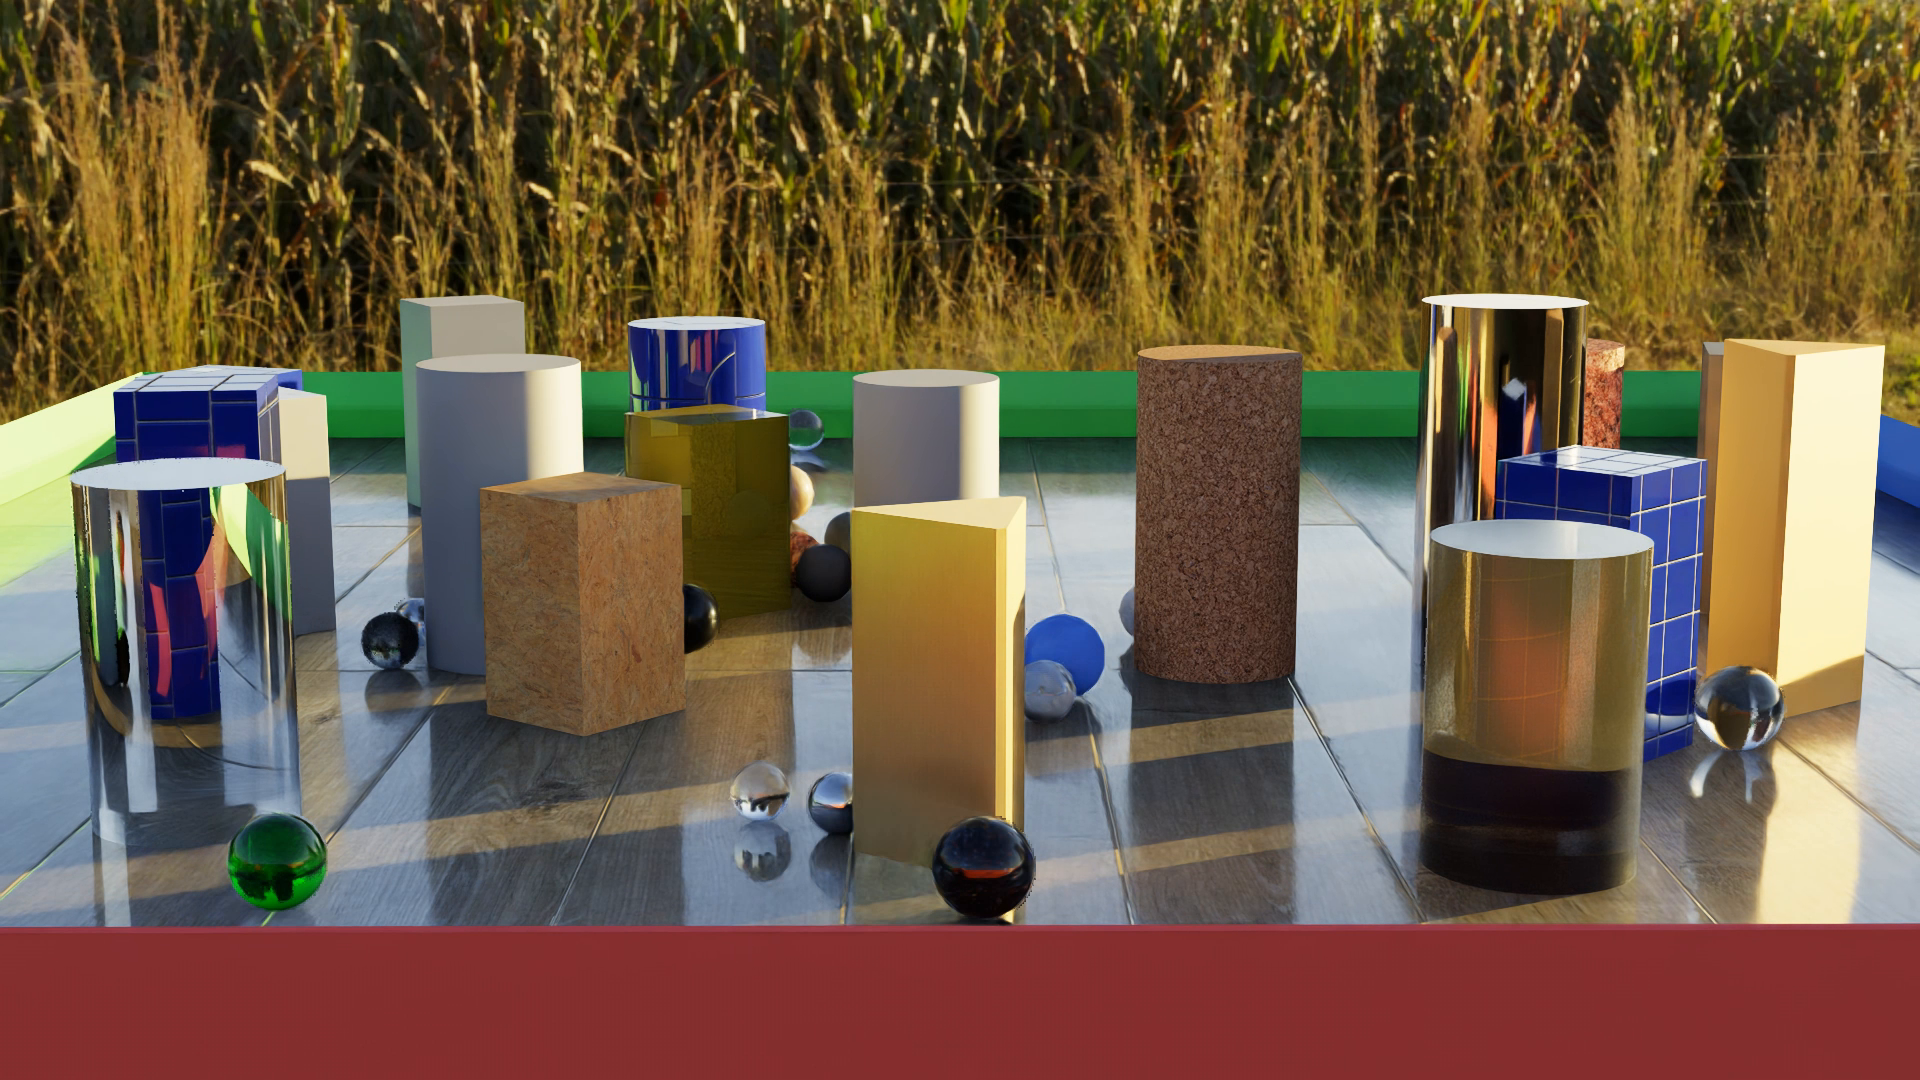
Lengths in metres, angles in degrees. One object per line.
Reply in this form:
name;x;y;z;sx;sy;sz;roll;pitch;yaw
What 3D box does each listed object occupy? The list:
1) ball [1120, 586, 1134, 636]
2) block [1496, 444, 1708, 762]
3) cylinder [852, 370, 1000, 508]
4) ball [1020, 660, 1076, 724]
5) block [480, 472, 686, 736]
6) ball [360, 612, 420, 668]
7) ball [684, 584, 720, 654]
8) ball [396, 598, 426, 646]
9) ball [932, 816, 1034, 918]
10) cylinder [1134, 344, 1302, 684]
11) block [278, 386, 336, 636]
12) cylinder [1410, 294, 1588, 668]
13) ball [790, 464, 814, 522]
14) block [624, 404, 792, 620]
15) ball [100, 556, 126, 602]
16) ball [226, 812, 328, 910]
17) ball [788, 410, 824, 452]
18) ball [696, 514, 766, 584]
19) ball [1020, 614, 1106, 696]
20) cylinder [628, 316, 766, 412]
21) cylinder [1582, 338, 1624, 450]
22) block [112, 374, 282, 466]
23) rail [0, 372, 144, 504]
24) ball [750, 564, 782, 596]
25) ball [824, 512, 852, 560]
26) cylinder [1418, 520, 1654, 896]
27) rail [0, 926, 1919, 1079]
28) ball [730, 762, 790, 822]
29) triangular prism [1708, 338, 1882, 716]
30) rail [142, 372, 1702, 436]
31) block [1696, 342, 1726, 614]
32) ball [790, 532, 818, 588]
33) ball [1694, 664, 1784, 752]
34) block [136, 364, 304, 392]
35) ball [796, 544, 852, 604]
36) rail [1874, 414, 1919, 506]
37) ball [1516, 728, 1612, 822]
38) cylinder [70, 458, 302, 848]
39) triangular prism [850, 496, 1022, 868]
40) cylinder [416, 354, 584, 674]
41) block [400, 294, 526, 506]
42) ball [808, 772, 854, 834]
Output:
ball;0.242;0.092;3.284;0.076;0.076;0.076;0;10;0
block;0.684;0.069;2.757;0.159;0.313;0.159;10;14;43
cylinder;-0.046;-0.068;3.506;0.199;0.309;0.199;0;10;0
ball;0.095;0.170;2.875;0.071;0.071;0.071;0;10;0
block;-0.426;0.068;2.906;0.159;0.260;0.159;8;13;38
ball;-0.696;0.123;3.134;0.069;0.069;0.069;0;10;0
ball;-0.345;0.098;3.217;0.088;0.088;0.088;0;10;0
ball;-0.687;0.104;3.253;0.062;0.062;0.062;0;10;0
ball;0.020;0.283;2.217;0.088;0.088;0.088;0;10;0
cylinder;0.313;-0.036;3.124;0.199;0.384;0.199;0;10;0
block;-0.928;-0.036;3.336;0.159;0.308;0.159;-9;14;-41
cylinder;0.660;-0.071;3.147;0.199;0.445;0.199;0;10;0
ball;-0.283;-0.076;4.139;0.094;0.094;0.094;0;10;0
block;-0.341;-0.039;3.471;0.159;0.265;0.159;-9;14;-39
ball;-1.151;0.054;3.529;0.062;0.062;0.062;0;10;0
ball;-0.596;0.280;2.239;0.085;0.085;0.085;0;10;0
ball;-0.300;-0.209;4.895;0.081;0.081;0.081;0;10;0
ball;-0.326;0.013;3.644;0.099;0.099;0.099;0;10;0
ball;0.119;0.136;2.983;0.099;0.099;0.099;0;10;0
cylinder;-0.382;-0.139;3.756;0.199;0.358;0.199;0;10;0
cylinder;0.790;-0.087;3.475;0.199;0.358;0.199;0;10;0
block;-0.888;-0.005;3.021;0.159;0.362;0.159;-1;11;-6
rail;-1.583;0.035;3.440;0.045;0.129;3.326;0;10;0
ball;-0.268;0.056;3.562;0.045;0.045;0.045;0;10;0
ball;-0.161;-0.002;3.783;0.079;0.079;0.079;0;10;0
cylinder;0.526;0.148;2.351;0.199;0.304;0.199;0;10;0
rail;0.009;0.331;1.837;3.213;0.129;0.045;0;10;0
ball;-0.194;0.246;2.501;0.058;0.058;0.058;0;10;0
triangular prism;0.936;-0.020;2.962;0.172;0.413;0.149;-8;13;-36
rail;-0.009;-0.265;5.061;3.213;0.129;0.045;0;10;0
block;1.085;-0.084;3.479;0.159;0.350;0.159;2;11;13
ball;-0.231;0.029;3.613;0.080;0.080;0.080;0;10;0
ball;0.838;0.180;2.759;0.093;0.093;0.093;0;10;0
block;-1.024;-0.080;3.574;0.159;0.307;0.159;4;11;21
ball;-0.185;0.046;3.518;0.081;0.081;0.081;0;10;0
rail;1.583;0.032;3.458;0.045;0.129;3.326;0;10;0
ball;0.589;0.229;2.498;0.091;0.091;0.091;0;10;0
cylinder;-0.748;0.104;2.486;0.199;0.342;0.199;0;10;0
triangular prism;0.013;0.130;2.393;0.172;0.325;0.149;8;13;36
cylinder;-0.564;-0.036;3.168;0.199;0.368;0.199;0;10;0
block;-0.826;-0.228;4.278;0.159;0.343;0.159;-6;12;-29
ball;-0.115;0.252;2.459;0.061;0.061;0.061;0;10;0
